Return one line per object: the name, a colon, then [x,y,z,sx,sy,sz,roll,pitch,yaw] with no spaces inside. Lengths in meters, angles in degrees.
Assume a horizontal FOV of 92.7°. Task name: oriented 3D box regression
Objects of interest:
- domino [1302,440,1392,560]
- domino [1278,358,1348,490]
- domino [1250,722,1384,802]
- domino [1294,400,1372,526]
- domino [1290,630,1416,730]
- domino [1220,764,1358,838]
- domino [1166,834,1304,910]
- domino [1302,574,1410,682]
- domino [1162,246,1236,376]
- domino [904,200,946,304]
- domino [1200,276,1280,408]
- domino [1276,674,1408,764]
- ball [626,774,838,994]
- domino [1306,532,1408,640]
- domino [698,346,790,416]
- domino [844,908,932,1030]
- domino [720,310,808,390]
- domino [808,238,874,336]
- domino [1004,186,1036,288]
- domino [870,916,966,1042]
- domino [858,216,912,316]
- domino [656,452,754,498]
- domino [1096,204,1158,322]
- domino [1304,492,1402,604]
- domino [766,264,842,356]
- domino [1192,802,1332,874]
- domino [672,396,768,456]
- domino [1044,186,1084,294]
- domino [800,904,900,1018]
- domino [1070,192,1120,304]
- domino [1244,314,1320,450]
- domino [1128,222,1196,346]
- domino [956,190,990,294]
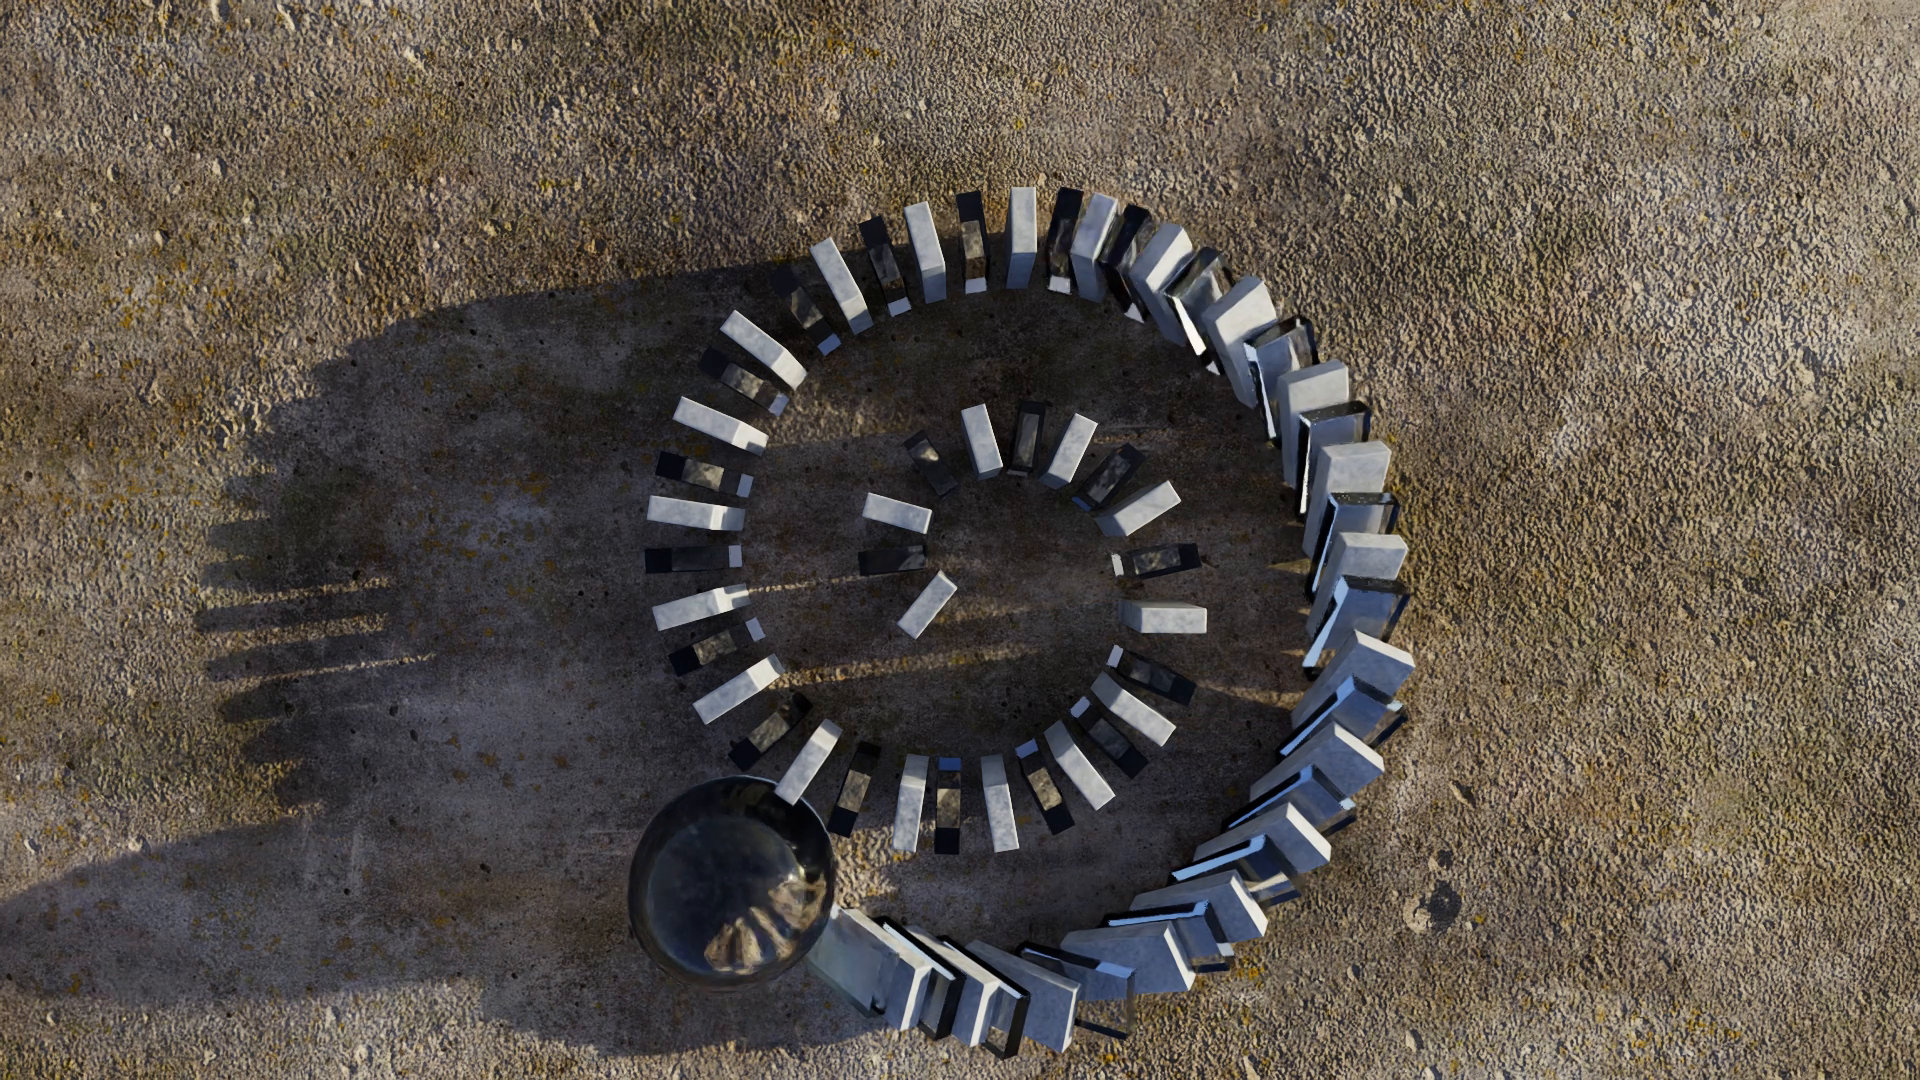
domino: [0.160,-0.016,0.381,0.025,0.009,0.050,-7,125,-4]
domino: [0.148,-0.048,0.383,0.025,0.010,0.050,-17,122,0]
domino: [0.148,0.100,0.383,0.025,0.009,0.050,37,121,-1]
domino: [0.154,-0.031,0.381,0.025,0.009,0.050,-13,125,-2]
domino: [0.163,0.064,0.383,0.025,0.010,0.050,24,120,0]
domino: [0.137,0.117,0.383,0.025,0.010,0.050,44,121,0]
domino: [0.114,0.143,0.381,0.025,0.010,0.050,49,125,-3]
domino: [0.164,0.039,0.382,0.025,0.009,0.050,7,124,-2]
domino: [0.105,-0.094,0.379,0.025,0.010,0.050,-48,134,0]
domino: [-0.014,-0.116,0.375,0.010,0.050,0.025,-16,90,0]
domino: [0.121,-0.081,0.381,0.025,0.010,0.050,-40,129,0]
domino: [0.158,0.081,0.383,0.025,0.009,0.050,30,121,-2]
ball: [-0.088,0.134,0.360,0.080,0.080,0.080,0,90,0]
domino: [0.164,0.021,0.382,0.025,0.010,0.050,3,124,-2]
domino: [-0.088,-0.064,0.375,0.025,0.050,0.010,30,90,0]
domino: [-0.035,0.176,0.379,0.050,0.010,0.025,15,90,44]
domino: [-0.079,-0.077,0.375,0.025,0.050,0.009,38,90,0]
domino: [-0.048,-0.103,0.375,0.009,0.050,0.025,-28,90,0]
domino: [0.024,-0.122,0.375,0.009,0.050,0.025,-1,90,0]
domino: [-0.021,0.180,0.379,0.050,0.009,0.025,16,91,44]
domino: [-0.030,-0.111,0.375,0.009,0.050,0.025,-21,90,0]
domino: [-0.103,-0.026,0.375,0.025,0.050,0.010,15,90,0]
domino: [0.072,-0.112,0.376,0.010,0.050,0.025,29,90,26]
domino: [0.163,0.004,0.382,0.025,0.010,0.050,-1,124,-1]
domino: [-0.063,-0.093,0.375,0.009,0.050,0.025,-37,90,0]
domino: [0.125,0.131,0.382,0.025,0.010,0.050,46,125,-1]
domino: [-0.097,-0.046,0.375,0.025,0.050,0.009,23,90,0]
domino: [0.043,-0.121,0.375,0.010,0.050,0.025,14,90,8]
domino: [-0.048,0.171,0.379,0.050,0.010,0.025,15,90,44]
domino: [0.056,-0.118,0.375,0.009,0.050,0.025,22,90,14]
domino: [0.137,-0.065,0.382,0.025,0.010,0.050,-27,124,0]
domino: [0.088,-0.104,0.377,0.009,0.050,0.025,36,90,37]
domino: [0.005,-0.120,0.375,0.009,0.050,0.025,-9,90,0]
